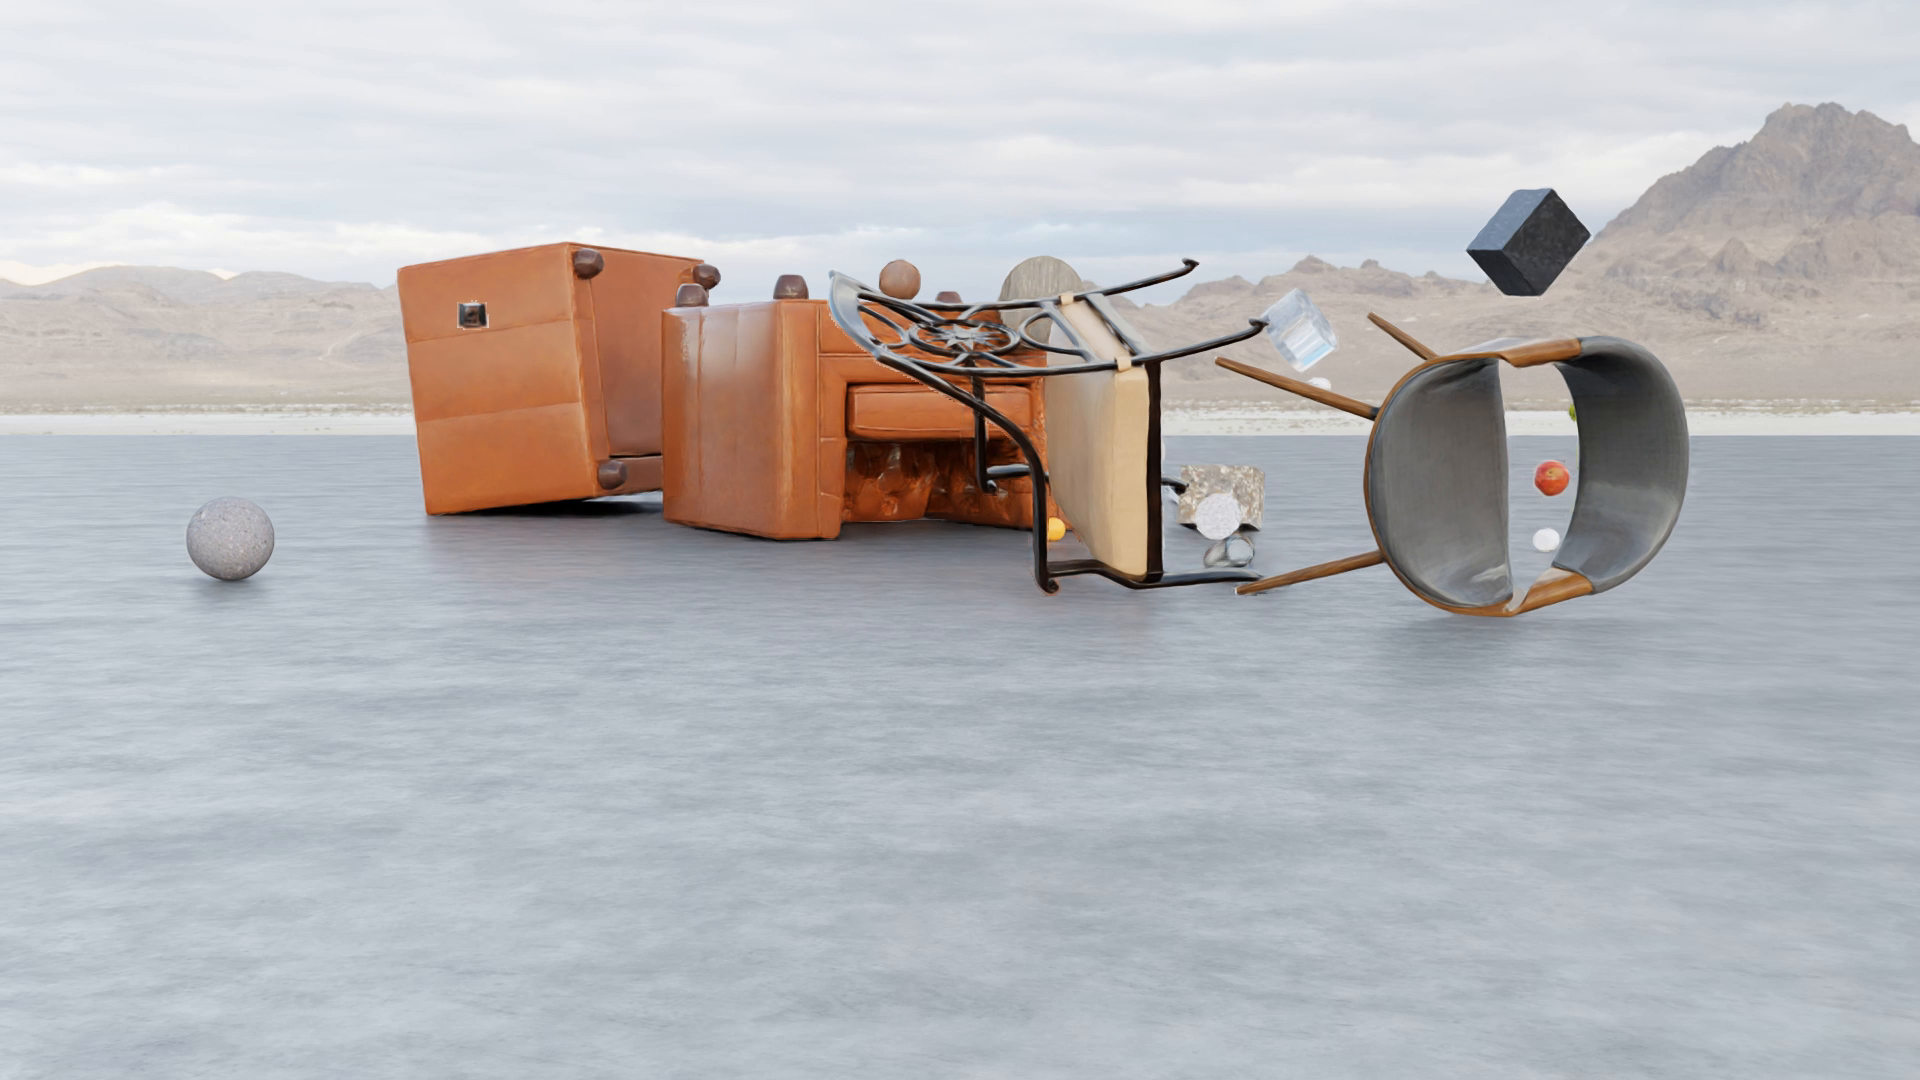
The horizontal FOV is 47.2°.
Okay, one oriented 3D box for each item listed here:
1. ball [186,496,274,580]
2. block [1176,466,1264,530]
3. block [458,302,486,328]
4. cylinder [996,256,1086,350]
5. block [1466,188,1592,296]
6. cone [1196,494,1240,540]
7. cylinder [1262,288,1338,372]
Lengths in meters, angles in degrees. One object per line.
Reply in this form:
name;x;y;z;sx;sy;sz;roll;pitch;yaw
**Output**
ball;-1.708;-0.004;5.151;0.198;0.198;0.198;0;4;0
block;0.829;-0.133;6.982;0.238;0.183;0.133;2;-7;23
block;-1.516;-0.700;6.835;0.056;0.068;0.063;-12;18;-43
cylinder;0.240;-0.704;6.575;0.256;0.276;0.278;6;5;-2
block;1.624;-0.851;6.287;0.190;0.237;0.178;43;-8;-20
cone;0.809;-0.041;6.641;0.139;0.145;0.207;-39;-28;9
cylinder;1.291;-0.797;8.362;0.159;0.294;0.244;-38;-42;23
